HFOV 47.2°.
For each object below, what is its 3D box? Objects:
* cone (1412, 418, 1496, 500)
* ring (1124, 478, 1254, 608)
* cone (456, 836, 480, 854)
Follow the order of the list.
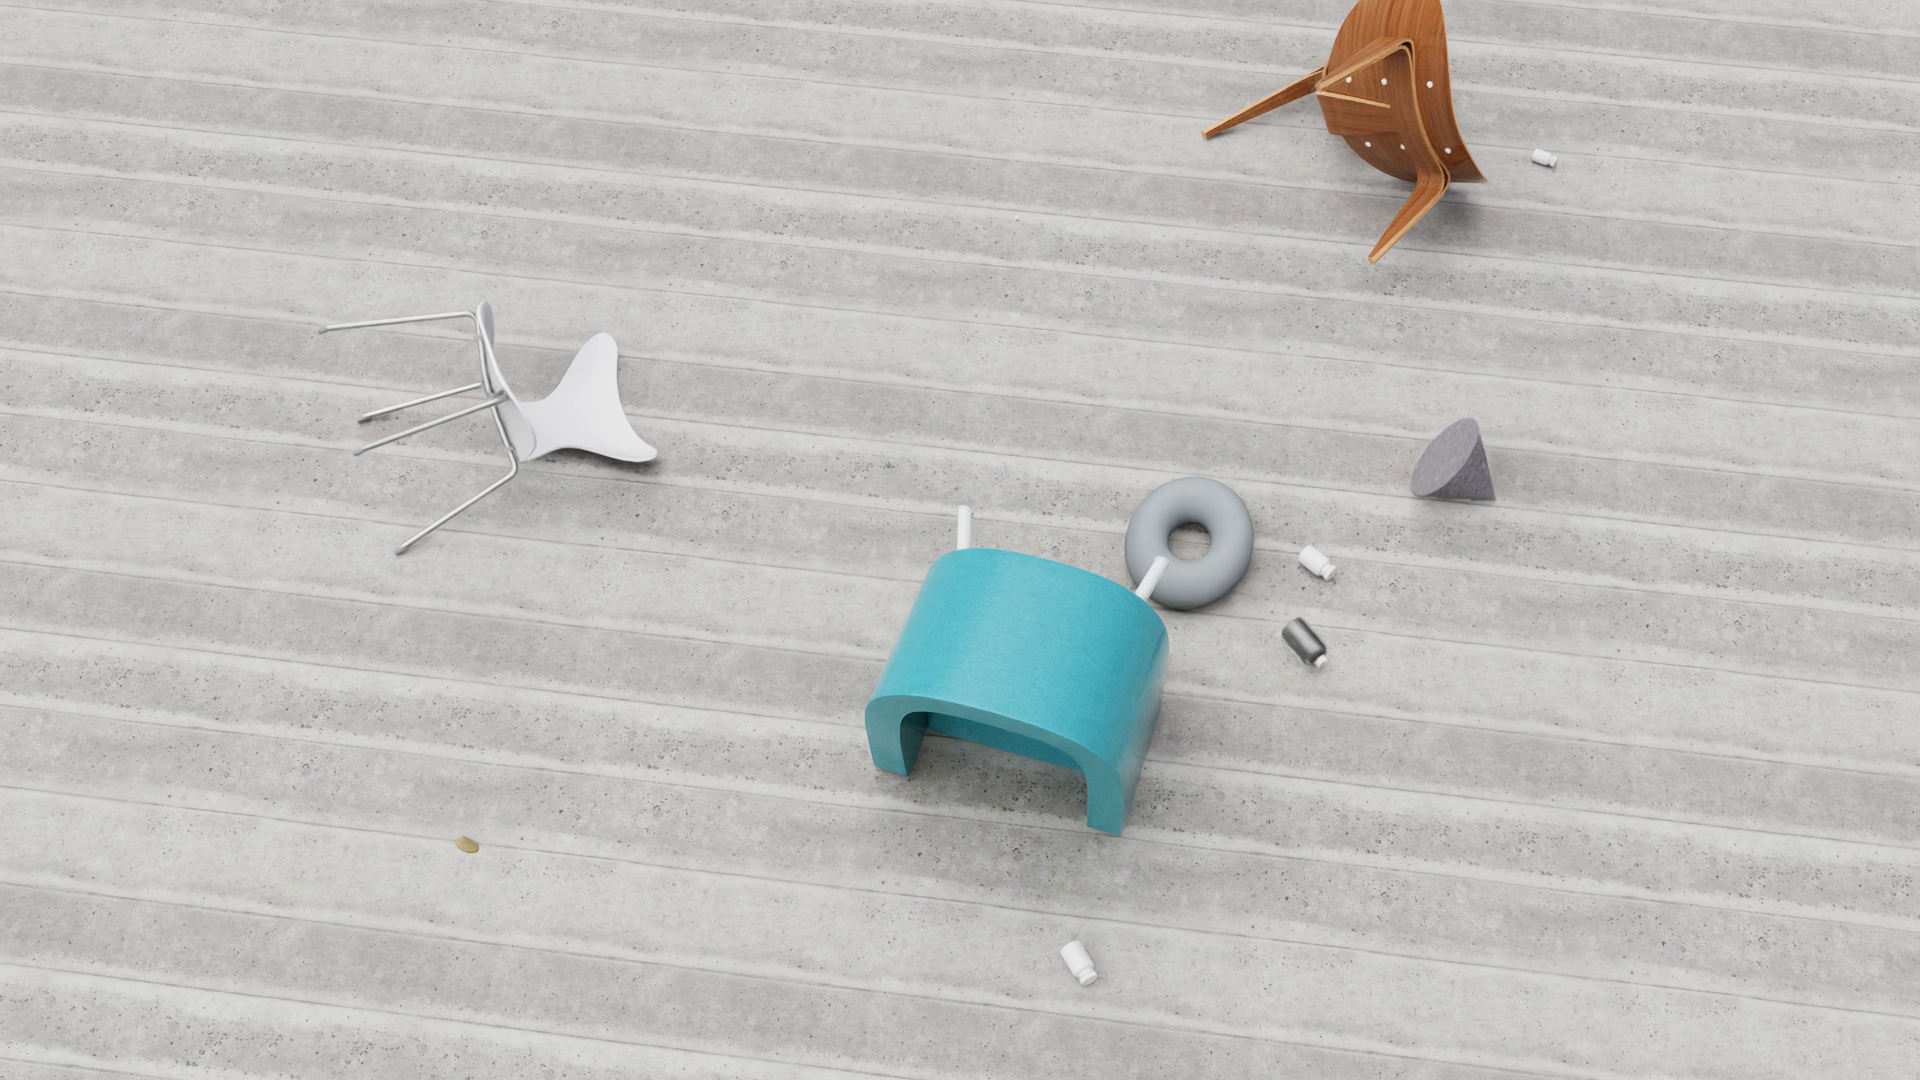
[{"bbox_3d":[1.539,-0.187,6.628,0.219,0.273,0.314,38,35,-15],"label":"cone"},{"bbox_3d":[0.678,0.005,6.503,0.375,0.113,0.463,16,58,12],"label":"ring"},{"bbox_3d":[-1.348,0.818,5.989,0.074,0.060,0.042,21,59,14],"label":"cone"}]
